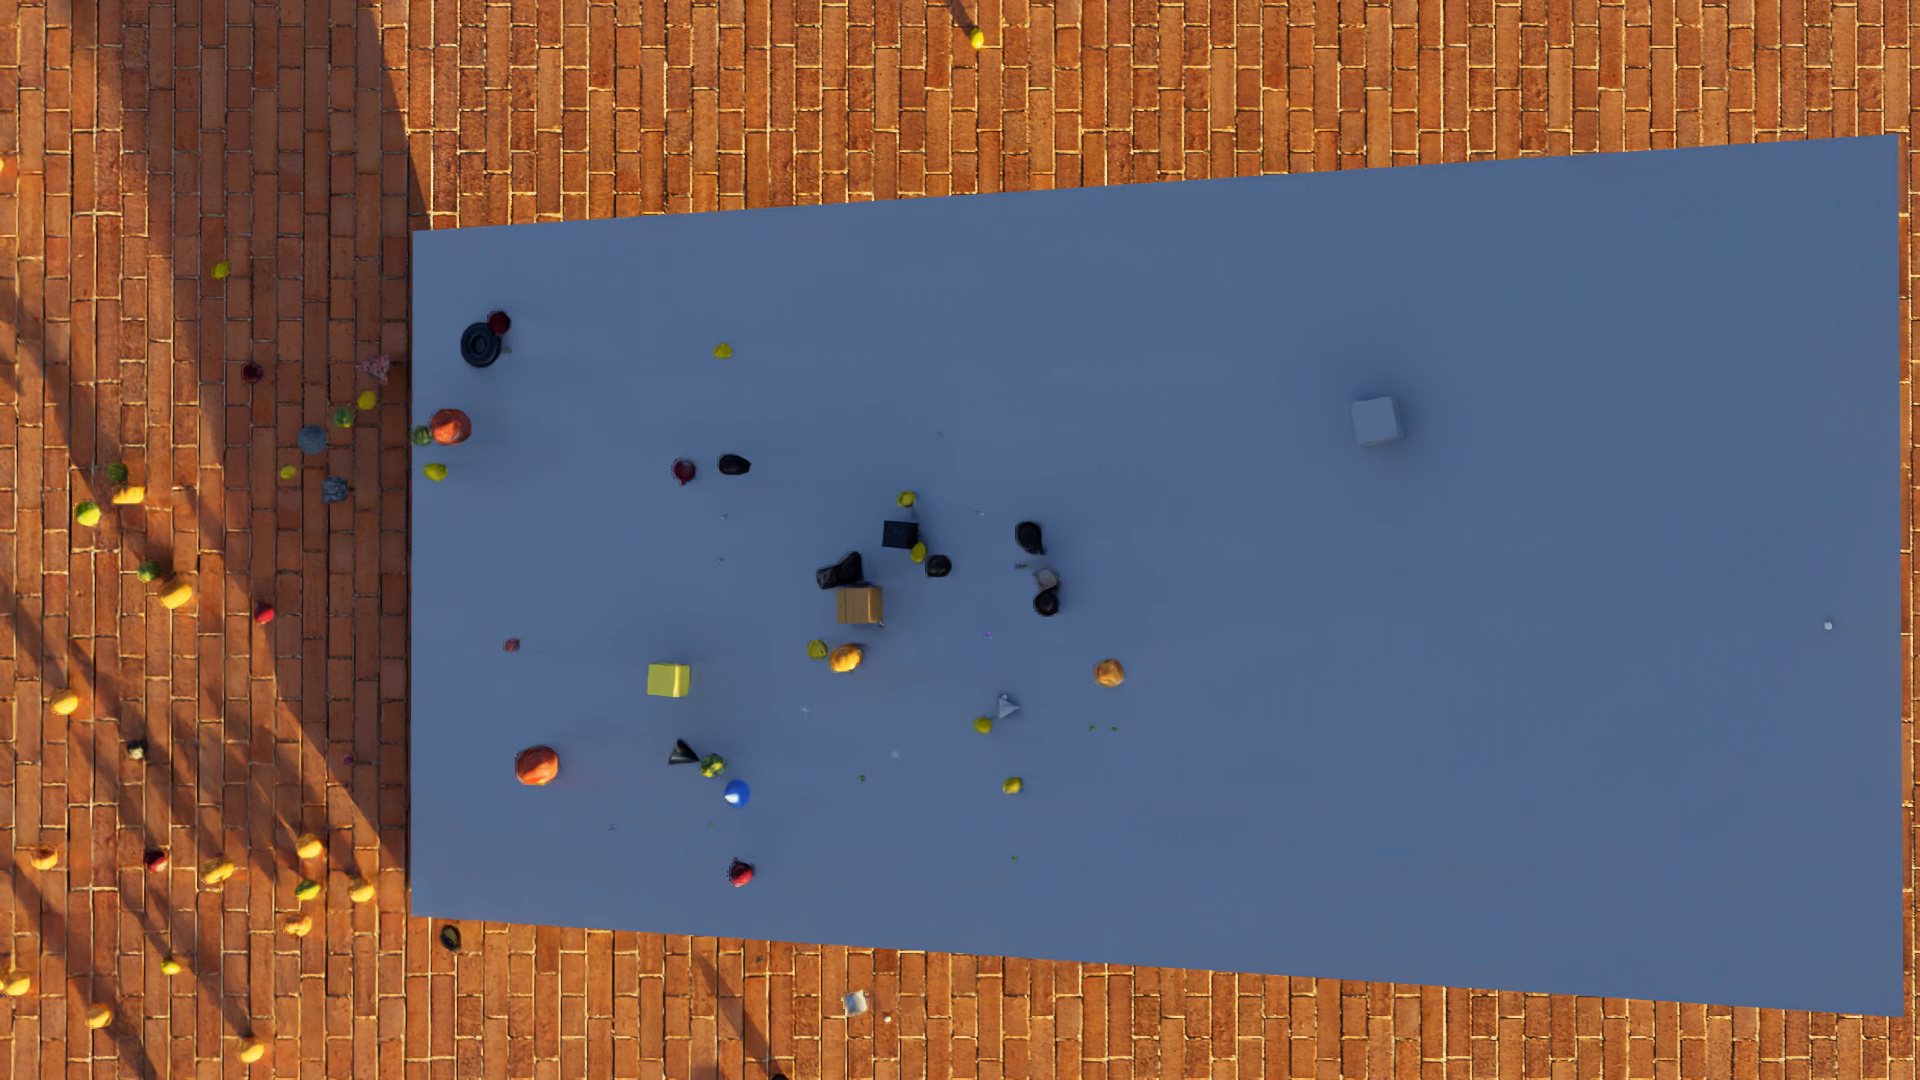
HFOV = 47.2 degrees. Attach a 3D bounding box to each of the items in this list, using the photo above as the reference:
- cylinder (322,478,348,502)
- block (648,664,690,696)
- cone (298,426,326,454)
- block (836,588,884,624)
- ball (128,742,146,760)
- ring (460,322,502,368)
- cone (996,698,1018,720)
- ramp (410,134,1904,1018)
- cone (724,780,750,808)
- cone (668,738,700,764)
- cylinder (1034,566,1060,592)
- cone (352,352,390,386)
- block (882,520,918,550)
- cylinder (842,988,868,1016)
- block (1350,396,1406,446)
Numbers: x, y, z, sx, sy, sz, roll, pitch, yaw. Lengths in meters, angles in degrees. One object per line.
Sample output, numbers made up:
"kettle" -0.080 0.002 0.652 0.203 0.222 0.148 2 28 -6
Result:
"cylinder" -1.843 -0.147 6.482 0.069 0.069 0.069 -4 89 0
"block" -0.803 0.385 6.063 0.083 0.083 0.083 4 91 21
"cone" -1.920 -0.298 6.475 0.087 0.087 0.087 0 89 0
"block" -0.267 0.174 5.853 0.092 0.092 0.092 -3 88 21
"ball" -2.426 0.620 6.480 0.052 0.052 0.052 0 89 0
"ring" -1.377 -0.560 6.319 0.131 0.044 0.131 -1 88 22
"cone" 0.130 0.437 5.732 0.057 0.057 0.057 -11 89 -18
"ramp" 0.282 0.088 5.745 4.000 0.100 2.000 0 89 21
"cone" -0.624 0.695 5.993 0.077 0.077 0.077 0 89 21
"cone" -0.752 0.596 6.065 0.081 0.081 0.081 22 89 -7
"cylinder" 0.226 0.101 5.685 0.052 0.052 0.052 -26 80 0
"cone" -1.733 -0.507 6.456 0.099 0.099 0.099 6 89 -22
"block" -0.158 -0.014 5.826 0.069 0.069 0.069 6 91 21
"cylinder" -0.289 1.280 6.086 0.055 0.055 0.055 -27 107 0
"block" 1.018 -0.289 5.358 0.100 0.100 0.100 -13 85 20
